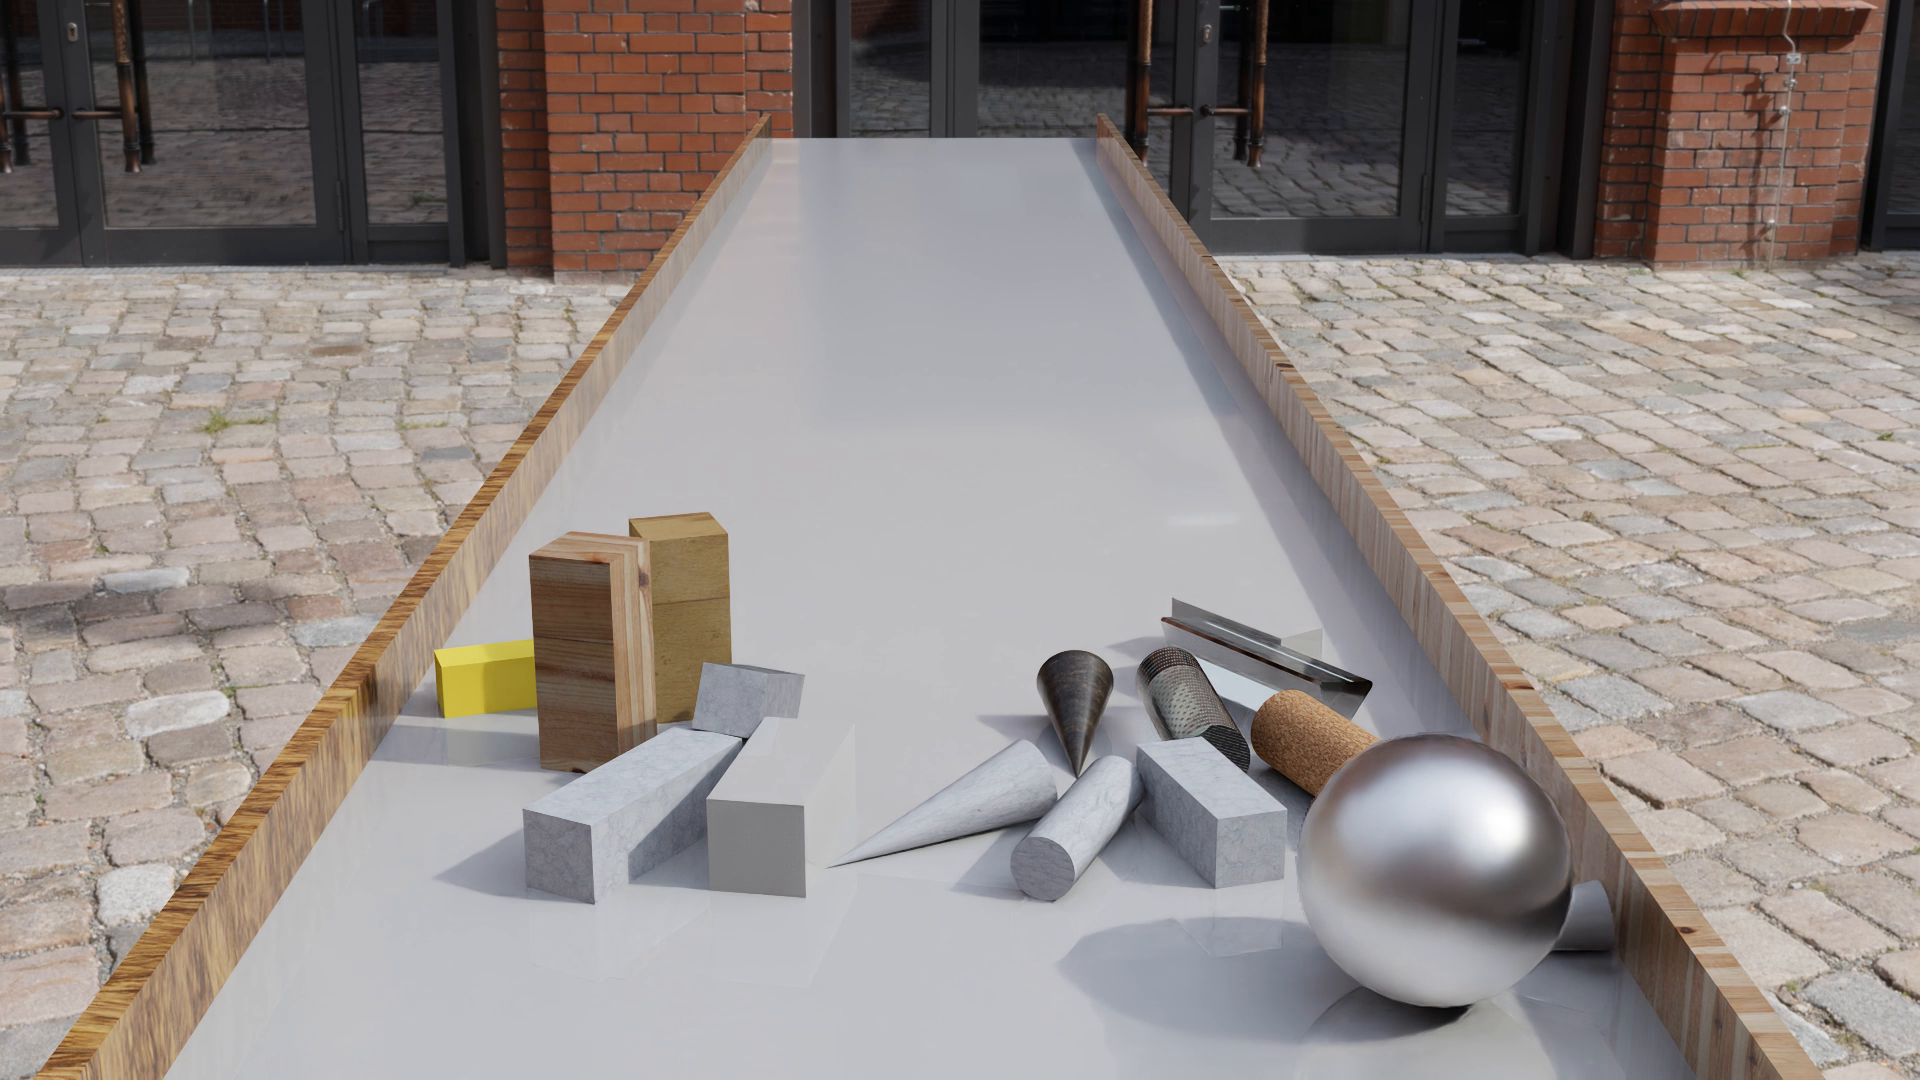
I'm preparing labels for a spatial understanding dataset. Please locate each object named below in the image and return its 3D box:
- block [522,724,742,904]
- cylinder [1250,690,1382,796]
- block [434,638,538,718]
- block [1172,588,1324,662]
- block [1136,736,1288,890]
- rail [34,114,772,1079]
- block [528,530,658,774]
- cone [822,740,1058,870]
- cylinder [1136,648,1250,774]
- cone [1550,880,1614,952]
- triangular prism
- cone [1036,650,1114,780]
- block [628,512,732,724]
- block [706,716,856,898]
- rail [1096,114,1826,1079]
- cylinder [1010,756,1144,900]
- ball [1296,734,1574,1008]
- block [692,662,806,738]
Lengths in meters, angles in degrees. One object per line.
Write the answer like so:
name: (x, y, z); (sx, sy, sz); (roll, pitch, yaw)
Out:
block: (-0.517, 0.434, 3.535); (0.132, 0.132, 0.403); (9, 19, 28)
cylinder: (0.658, 0.389, 3.674); (0.140, 0.140, 0.446); (-7, 18, -21)
block: (-0.778, 0.249, 4.210); (0.430, 0.102, 0.102); (-6, 18, -20)
block: (0.566, 0.197, 4.367); (0.113, 0.113, 0.312); (-12, 20, -35)
block: (0.401, 0.436, 3.554); (0.118, 0.118, 0.321); (-5, 17, -17)
rail: (-1.118, -0.838, 7.780); (0.050, 0.150, 12.000); (0, 17, -1)
block: (-0.642, 0.200, 3.866); (0.154, 0.393, 0.154); (5, 17, 17)
cone: (-0.047, 0.458, 3.570); (0.409, 0.136, 0.136); (-20, 24, -27)
cylinder: (0.412, 0.318, 3.933); (0.128, 0.128, 0.398); (-2, 17, -6)
cone: (0.752, 0.575, 3.202); (0.373, 0.103, 0.103); (-9, 17, -2)
triangular prism: (0.553, 0.234, 4.131); (0.116, 0.134, 0.444); (40, -11, -37)
cone: (0.209, 0.341, 3.956); (0.144, 0.144, 0.306); (1, 30, 2)
block: (-0.522, 0.144, 4.116); (0.153, 0.355, 0.153); (-6, 18, -19)
block: (-0.282, 0.423, 3.534); (0.153, 0.153, 0.352); (3, 17, 10)
rail: (0.932, -0.844, 7.801); (0.050, 0.150, 12.000); (0, 17, -1)
cylinder: (0.192, 0.455, 3.512); (0.105, 0.105, 0.352); (7, 18, 21)
ball: (0.655, 0.455, 3.039); (0.374, 0.374, 0.374); (0, 17, 0)
block: (-0.367, 0.281, 3.859); (0.112, 0.112, 0.353); (9, -3, 7)
